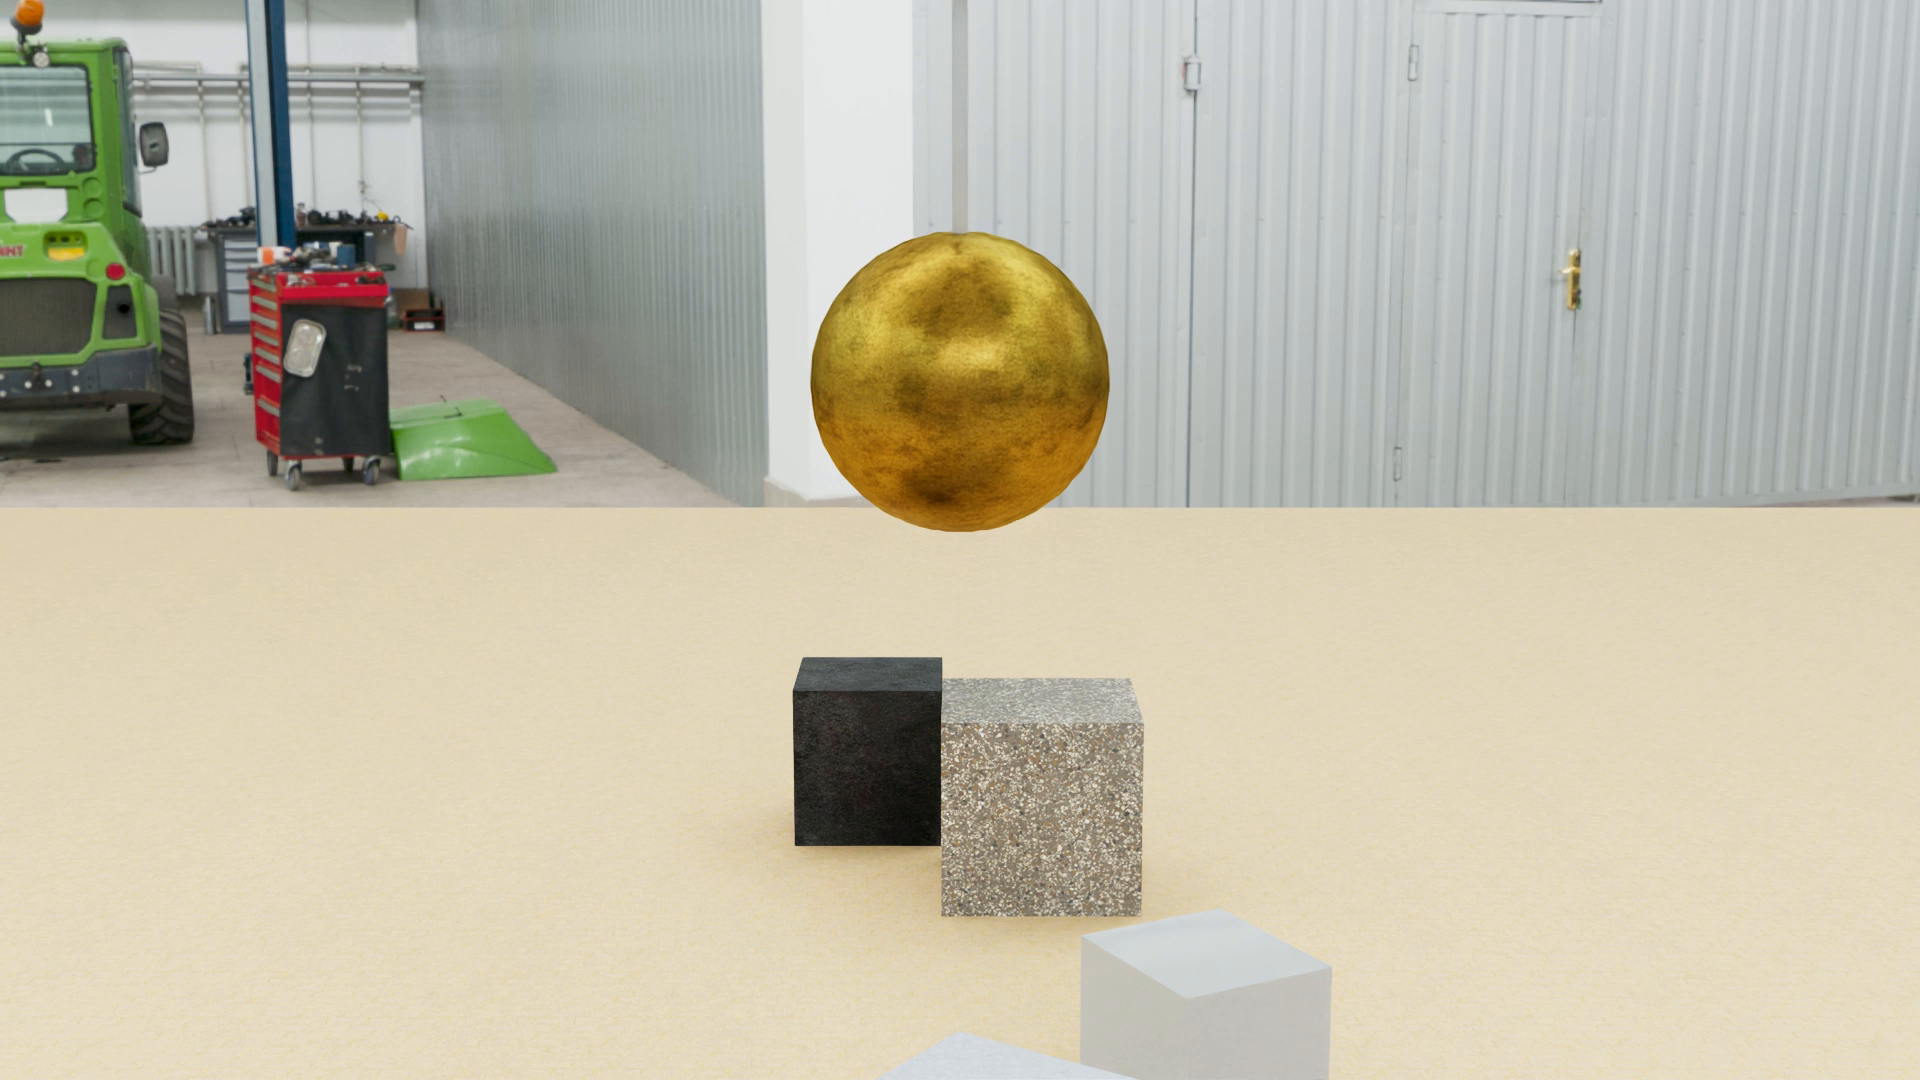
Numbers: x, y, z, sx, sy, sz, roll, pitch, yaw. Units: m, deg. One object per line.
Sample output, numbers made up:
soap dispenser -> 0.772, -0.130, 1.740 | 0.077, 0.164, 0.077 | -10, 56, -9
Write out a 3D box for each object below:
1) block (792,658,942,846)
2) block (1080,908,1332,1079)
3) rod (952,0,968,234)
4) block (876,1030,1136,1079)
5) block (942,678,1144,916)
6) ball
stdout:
block -> -0.463, 1.081, 11.370 | 0.742, 0.805, 0.726 | 0, 10, 0
block -> 0.872, 1.788, 7.905 | 0.612, 0.654, 0.682 | -5, 12, -28
rod -> 0.000, -4.098, 10.727 | 0.080, 5.200, 0.080 | 0, 17, 0
block -> 0.128, 1.990, 6.636 | 0.707, 0.711, 0.568 | 7, 12, 34
block -> 0.373, 1.200, 10.409 | 0.915, 0.915, 0.844 | 0, 10, 0
ball -> 0.000, -0.840, 11.701 | 1.600, 1.600, 1.600 | 0, 10, 0
